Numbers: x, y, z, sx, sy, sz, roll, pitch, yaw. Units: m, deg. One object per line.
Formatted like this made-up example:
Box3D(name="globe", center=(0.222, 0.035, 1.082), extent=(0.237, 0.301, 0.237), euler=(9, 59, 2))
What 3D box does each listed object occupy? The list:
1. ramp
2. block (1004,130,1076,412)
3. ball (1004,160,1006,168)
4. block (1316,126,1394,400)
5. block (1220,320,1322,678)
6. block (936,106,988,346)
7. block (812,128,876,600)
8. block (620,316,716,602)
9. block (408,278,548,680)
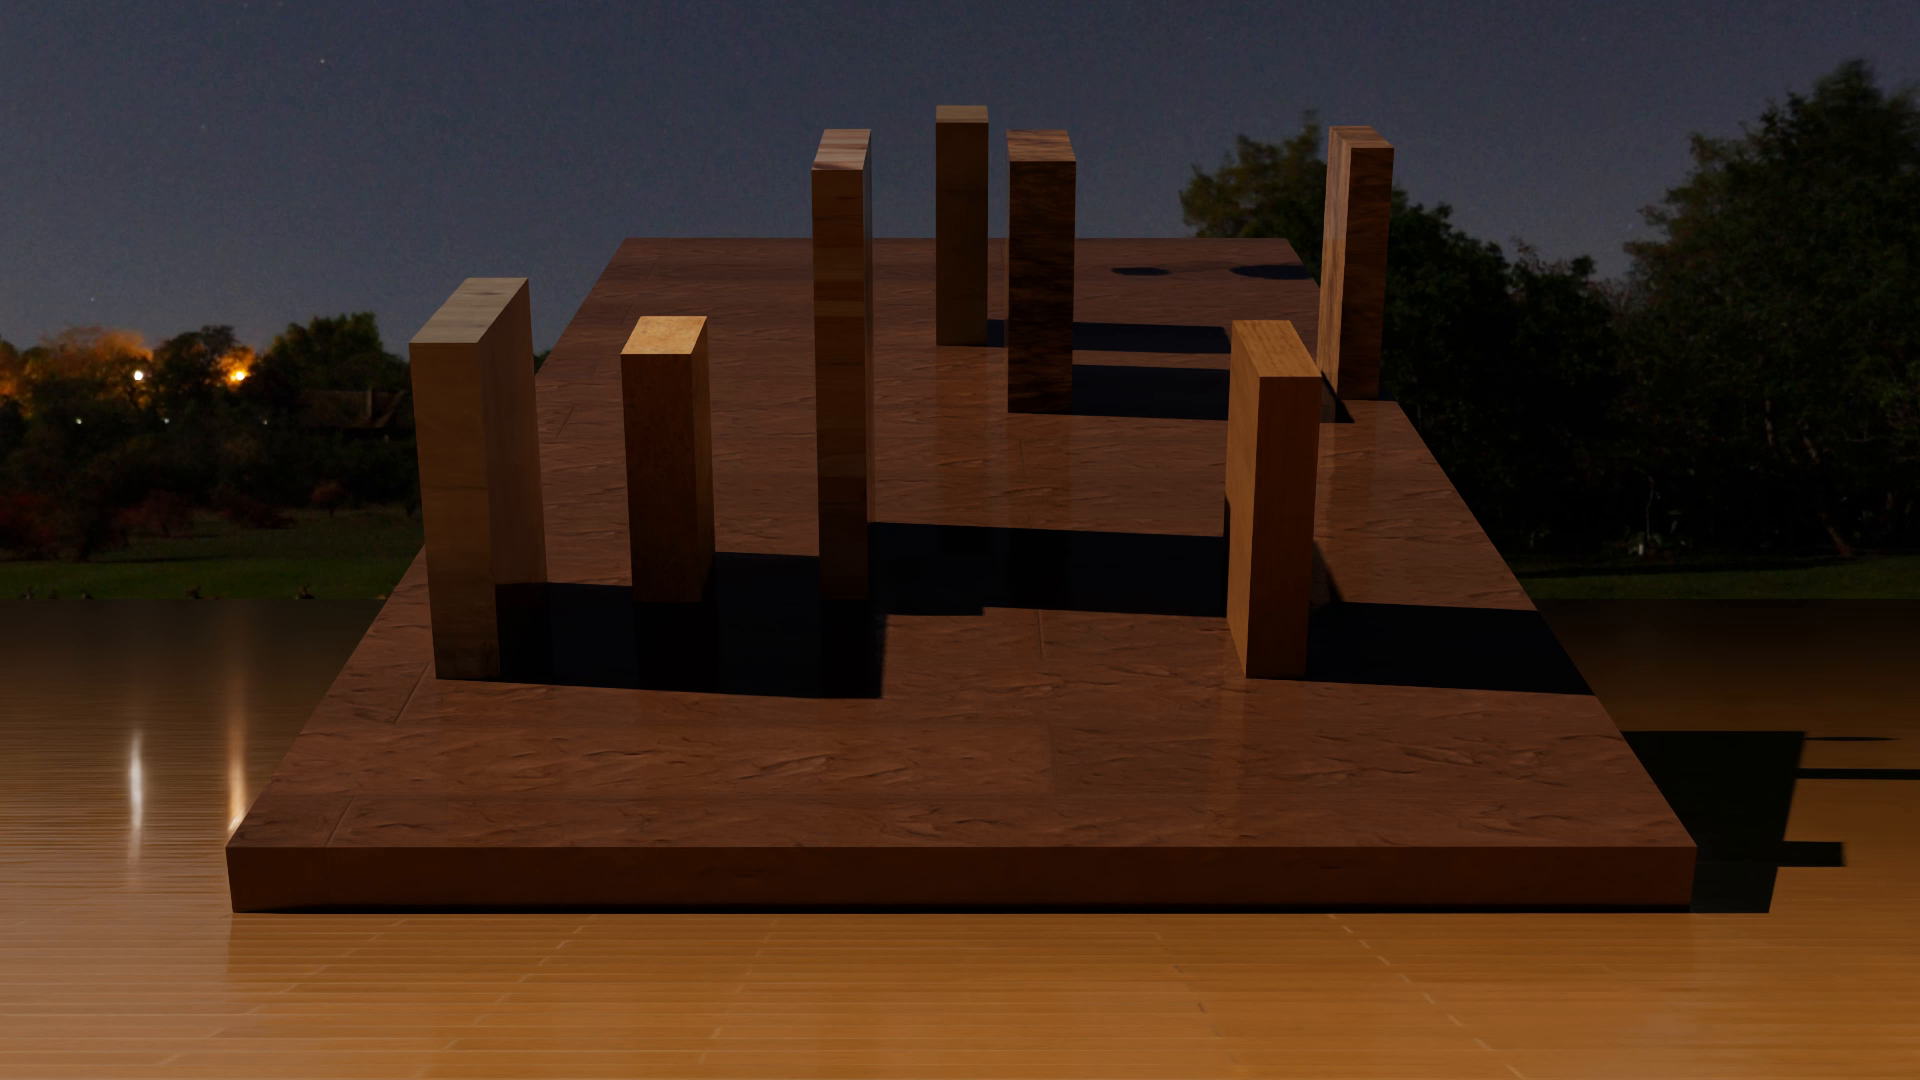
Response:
Box3D(name="ramp", center=(-0.005, -0.202, 4.970), extent=(2.000, 0.100, 4.000), euler=(0, 19, 0))
Box3D(name="block", center=(0.178, -0.621, 5.160), extent=(0.142, 0.564, 0.422), euler=(0, 19, 0))
Box3D(name="ball", center=(0.181, -1.058, 6.348), extent=(0.111, 0.111, 0.111), euler=(0, -1, 0))
Box3D(name="block", center=(0.908, -0.643, 5.210), extent=(0.095, 0.575, 0.303), euler=(0, 19, 0))
Box3D(name="block", center=(0.506, -0.074, 3.707), extent=(0.096, 0.500, 0.357), euler=(0, 19, 0))
Box3D(name="block", center=(0.004, -0.790, 5.655), extent=(0.126, 0.552, 0.271), euler=(0, 19, 0))
Box3D(name="block", center=(-0.203, -0.321, 4.024), extent=(0.084, 0.754, 0.415), euler=(0, 19, 0))
Box3D(name="block", center=(-0.511, -0.145, 3.987), extent=(0.118, 0.447, 0.263), euler=(0, 19, 0))
Box3D(name="block", center=(-0.787, -0.112, 3.731), extent=(0.104, 0.554, 0.443), euler=(0, 19, 0))
